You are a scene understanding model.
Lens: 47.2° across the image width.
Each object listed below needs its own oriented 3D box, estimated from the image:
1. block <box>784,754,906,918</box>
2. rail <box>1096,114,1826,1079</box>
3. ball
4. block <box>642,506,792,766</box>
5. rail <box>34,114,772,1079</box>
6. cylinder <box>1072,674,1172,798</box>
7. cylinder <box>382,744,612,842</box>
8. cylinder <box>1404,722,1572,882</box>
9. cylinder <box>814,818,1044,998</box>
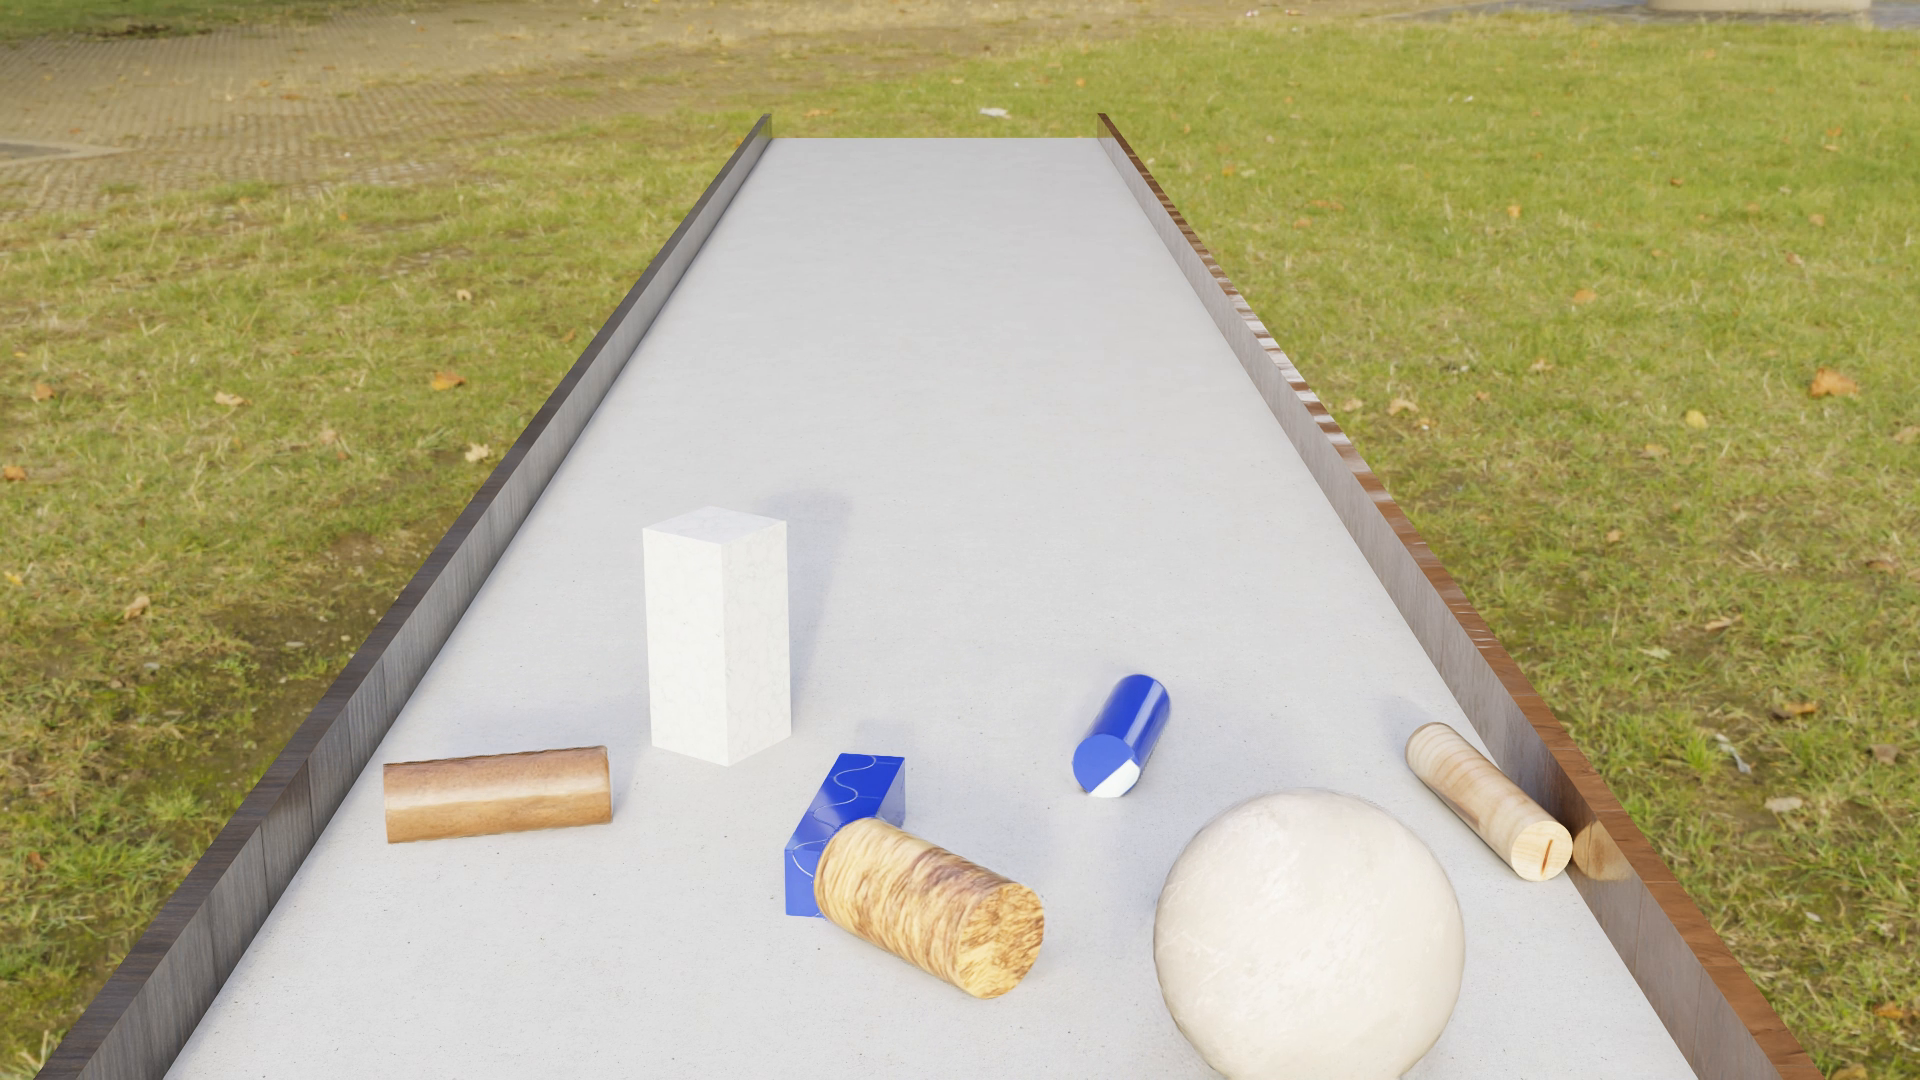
[{"bbox_3d":[-0.177,0.463,3.479,0.109,0.109,0.386,3,17,9],"label":"block"},{"bbox_3d":[0.932,-0.844,7.801,0.050,0.150,12.000,0,17,-1],"label":"rail"},{"bbox_3d":[0.443,0.515,2.803,0.394,0.394,0.394,0,17,0],"label":"ball"},{"bbox_3d":[-0.433,0.169,3.942,0.179,0.409,0.179,11,20,33],"label":"block"},{"bbox_3d":[-1.118,-0.838,7.780,0.050,0.150,12.000,0,17,-1],"label":"rail"},{"bbox_3d":[0.288,0.342,3.875,0.116,0.116,0.308,4,17,15],"label":"cylinder"},{"bbox_3d":[-0.757,0.415,3.605,0.357,0.128,0.128,-4,17,-13],"label":"cylinder"},{"bbox_3d":[0.863,0.424,3.621,0.102,0.102,0.430,-3,17,-11],"label":"cylinder"},{"bbox_3d":[-0.047,0.526,3.167,0.167,0.167,0.311,-15,22,-41],"label":"cylinder"}]
